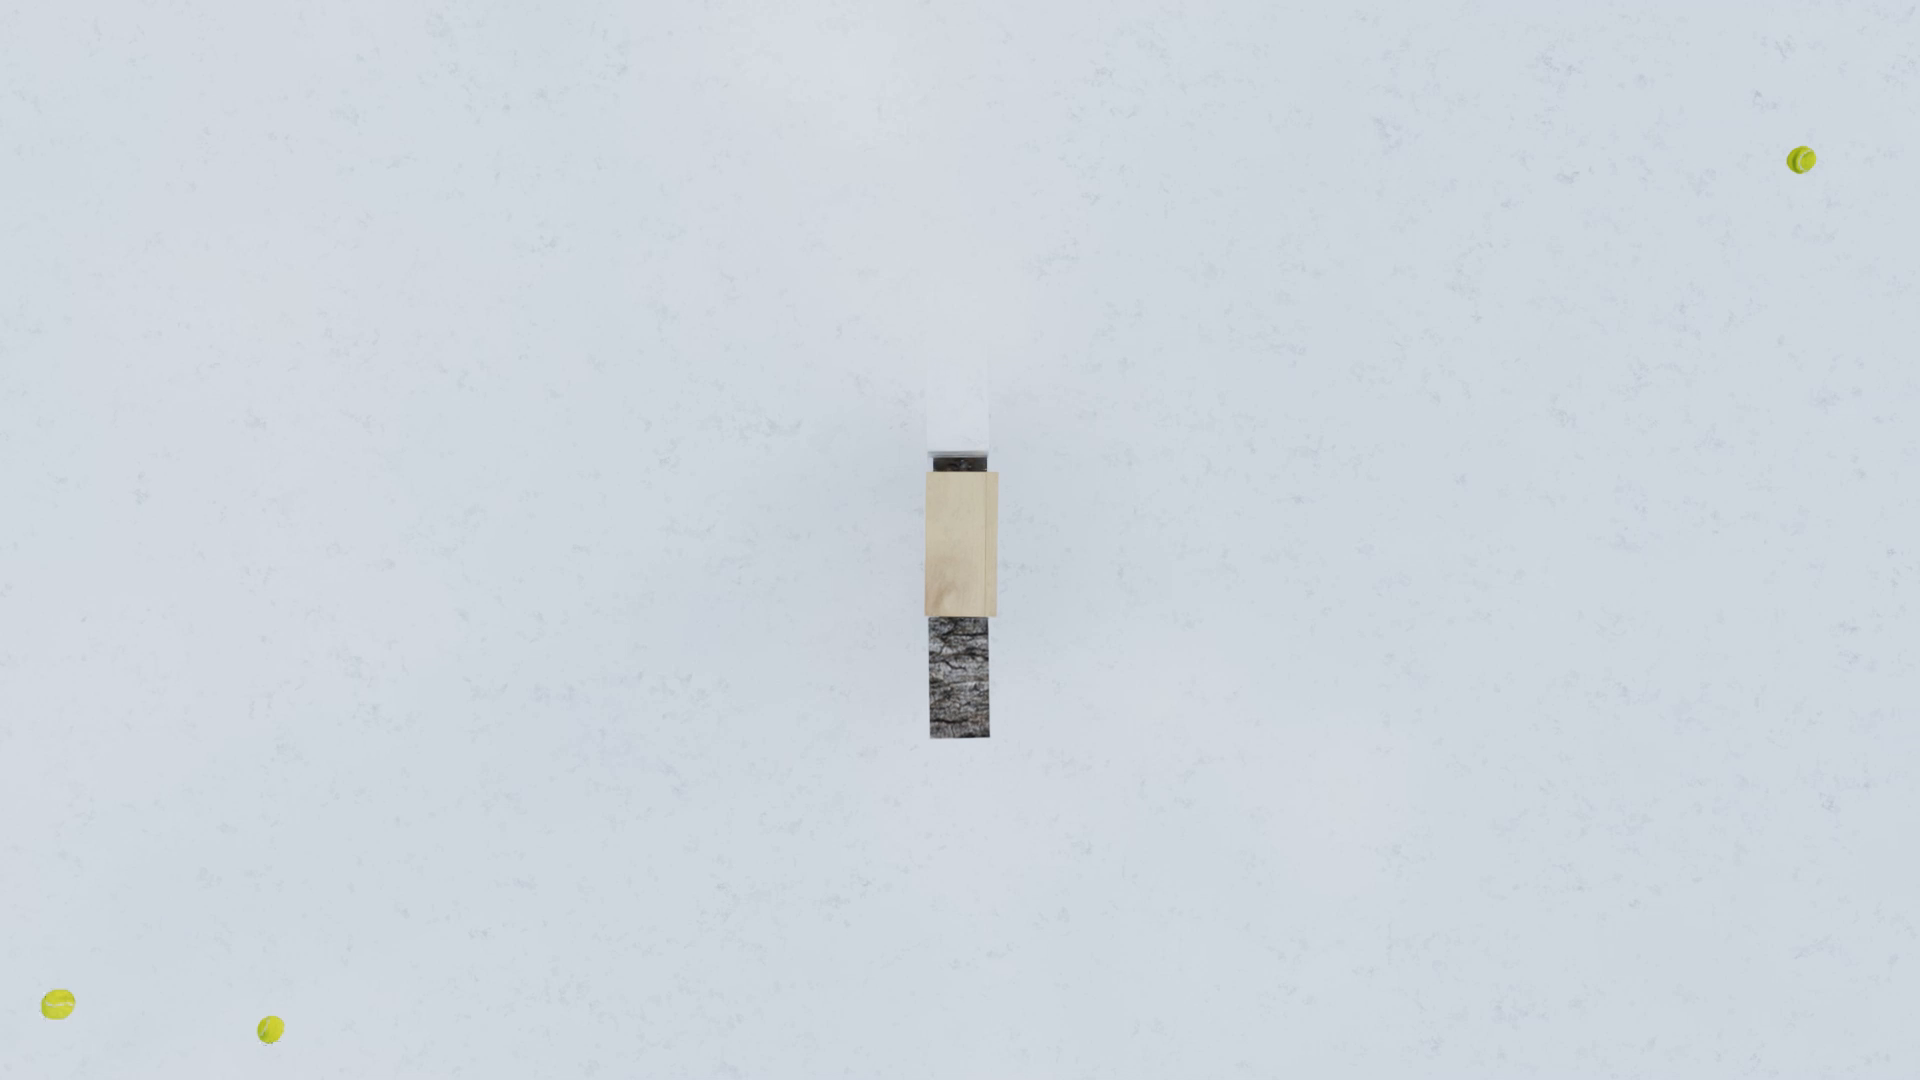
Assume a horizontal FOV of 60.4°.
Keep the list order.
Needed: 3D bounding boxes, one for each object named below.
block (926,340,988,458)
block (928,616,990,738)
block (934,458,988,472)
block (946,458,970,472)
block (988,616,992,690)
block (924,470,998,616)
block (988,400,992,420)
[{"bbox_3d":[-0.007,-0.349,4.050,0.150,0.042,0.300,-1,70,0],"label":"block"},{"bbox_3d":[-0.002,0.335,4.031,0.147,0.042,0.294,-1,90,0],"label":"block"},{"bbox_3d":[0.001,-0.272,4.530,0.146,0.041,0.293,0,72,0],"label":"block"},{"bbox_3d":[-0.004,-0.209,4.345,0.062,0.017,0.123,0,77,0],"label":"block"},{"bbox_3d":[0.003,0.250,4.638,0.168,0.048,0.337,-1,90,0],"label":"block"},{"bbox_3d":[0.003,0.009,3.962,0.173,0.049,0.347,1,94,0],"label":"block"},{"bbox_3d":[0.008,-0.372,4.953,0.146,0.562,0.041,-1,90,-2],"label":"block"}]
